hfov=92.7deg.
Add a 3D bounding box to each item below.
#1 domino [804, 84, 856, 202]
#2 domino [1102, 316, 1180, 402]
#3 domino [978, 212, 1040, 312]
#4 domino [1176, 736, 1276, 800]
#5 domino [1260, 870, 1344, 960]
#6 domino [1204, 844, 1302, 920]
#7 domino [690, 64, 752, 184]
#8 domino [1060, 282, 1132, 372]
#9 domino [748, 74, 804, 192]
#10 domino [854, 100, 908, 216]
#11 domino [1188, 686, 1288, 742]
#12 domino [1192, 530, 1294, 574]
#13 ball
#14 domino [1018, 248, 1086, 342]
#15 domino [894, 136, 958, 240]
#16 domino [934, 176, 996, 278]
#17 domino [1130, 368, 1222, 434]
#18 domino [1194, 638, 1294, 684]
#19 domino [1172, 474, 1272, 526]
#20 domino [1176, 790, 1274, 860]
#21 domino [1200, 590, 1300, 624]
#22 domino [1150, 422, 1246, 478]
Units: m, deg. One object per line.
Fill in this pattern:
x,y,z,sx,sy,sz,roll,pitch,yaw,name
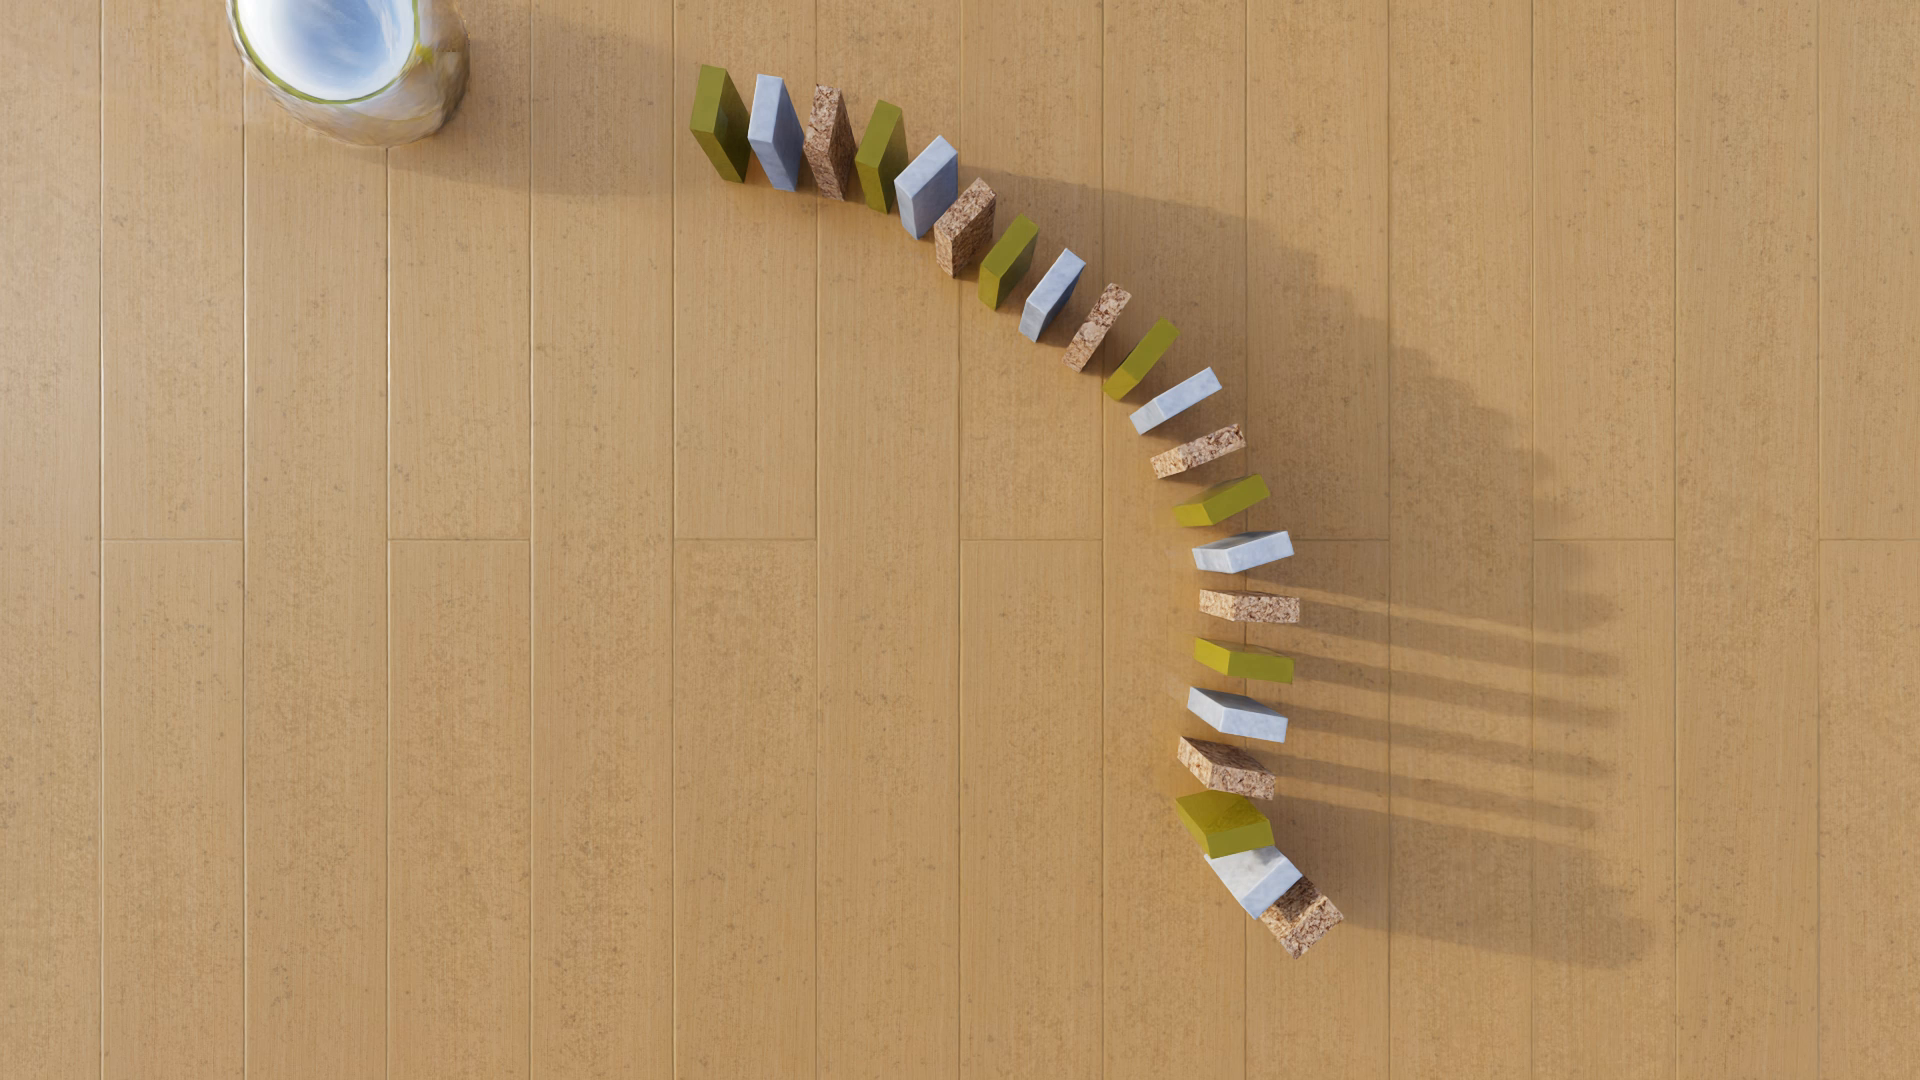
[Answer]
-0.053,-0.161,0.375,0.010,0.050,0.025,12,90,0,domino
0.073,-0.073,0.375,0.010,0.050,0.025,40,90,0,domino
0.019,-0.112,0.375,0.009,0.050,0.025,38,90,0,domino
0.108,0.093,0.375,0.025,0.050,0.009,11,90,0,domino
0.134,0.149,0.375,0.025,0.050,0.010,-41,90,0,domino
0.119,0.133,0.375,0.025,0.050,0.009,-43,90,0,domino
-0.096,-0.169,0.375,0.009,0.050,0.025,12,90,0,domino
0.055,-0.086,0.375,0.009,0.050,0.025,34,90,0,domino
-0.075,-0.165,0.375,0.009,0.050,0.025,9,90,0,domino
-0.031,-0.155,0.375,0.009,0.050,0.025,22,90,0,domino
0.112,0.071,0.375,0.025,0.050,0.010,10,90,0,domino
0.114,0.005,0.375,0.025,0.050,0.010,-17,90,0,domino
-0.238,-0.198,0.360,0.080,0.080,0.080,0,90,0,ball
0.037,-0.099,0.375,0.009,0.050,0.025,37,90,0,domino
-0.013,-0.143,0.375,0.025,0.050,0.009,-45,90,0,domino
0.002,-0.126,0.375,0.010,0.050,0.025,44,90,0,domino
0.087,-0.056,0.375,0.025,0.050,0.010,-30,90,0,domino
0.115,0.049,0.375,0.025,0.050,0.009,7,90,0,domino
0.106,-0.016,0.375,0.025,0.050,0.010,-27,90,0,domino
0.107,0.115,0.375,0.025,0.050,0.010,-13,90,0,domino
0.117,0.027,0.375,0.025,0.050,0.009,2,90,0,domino
0.096,-0.036,0.375,0.025,0.050,0.009,-22,90,0,domino
